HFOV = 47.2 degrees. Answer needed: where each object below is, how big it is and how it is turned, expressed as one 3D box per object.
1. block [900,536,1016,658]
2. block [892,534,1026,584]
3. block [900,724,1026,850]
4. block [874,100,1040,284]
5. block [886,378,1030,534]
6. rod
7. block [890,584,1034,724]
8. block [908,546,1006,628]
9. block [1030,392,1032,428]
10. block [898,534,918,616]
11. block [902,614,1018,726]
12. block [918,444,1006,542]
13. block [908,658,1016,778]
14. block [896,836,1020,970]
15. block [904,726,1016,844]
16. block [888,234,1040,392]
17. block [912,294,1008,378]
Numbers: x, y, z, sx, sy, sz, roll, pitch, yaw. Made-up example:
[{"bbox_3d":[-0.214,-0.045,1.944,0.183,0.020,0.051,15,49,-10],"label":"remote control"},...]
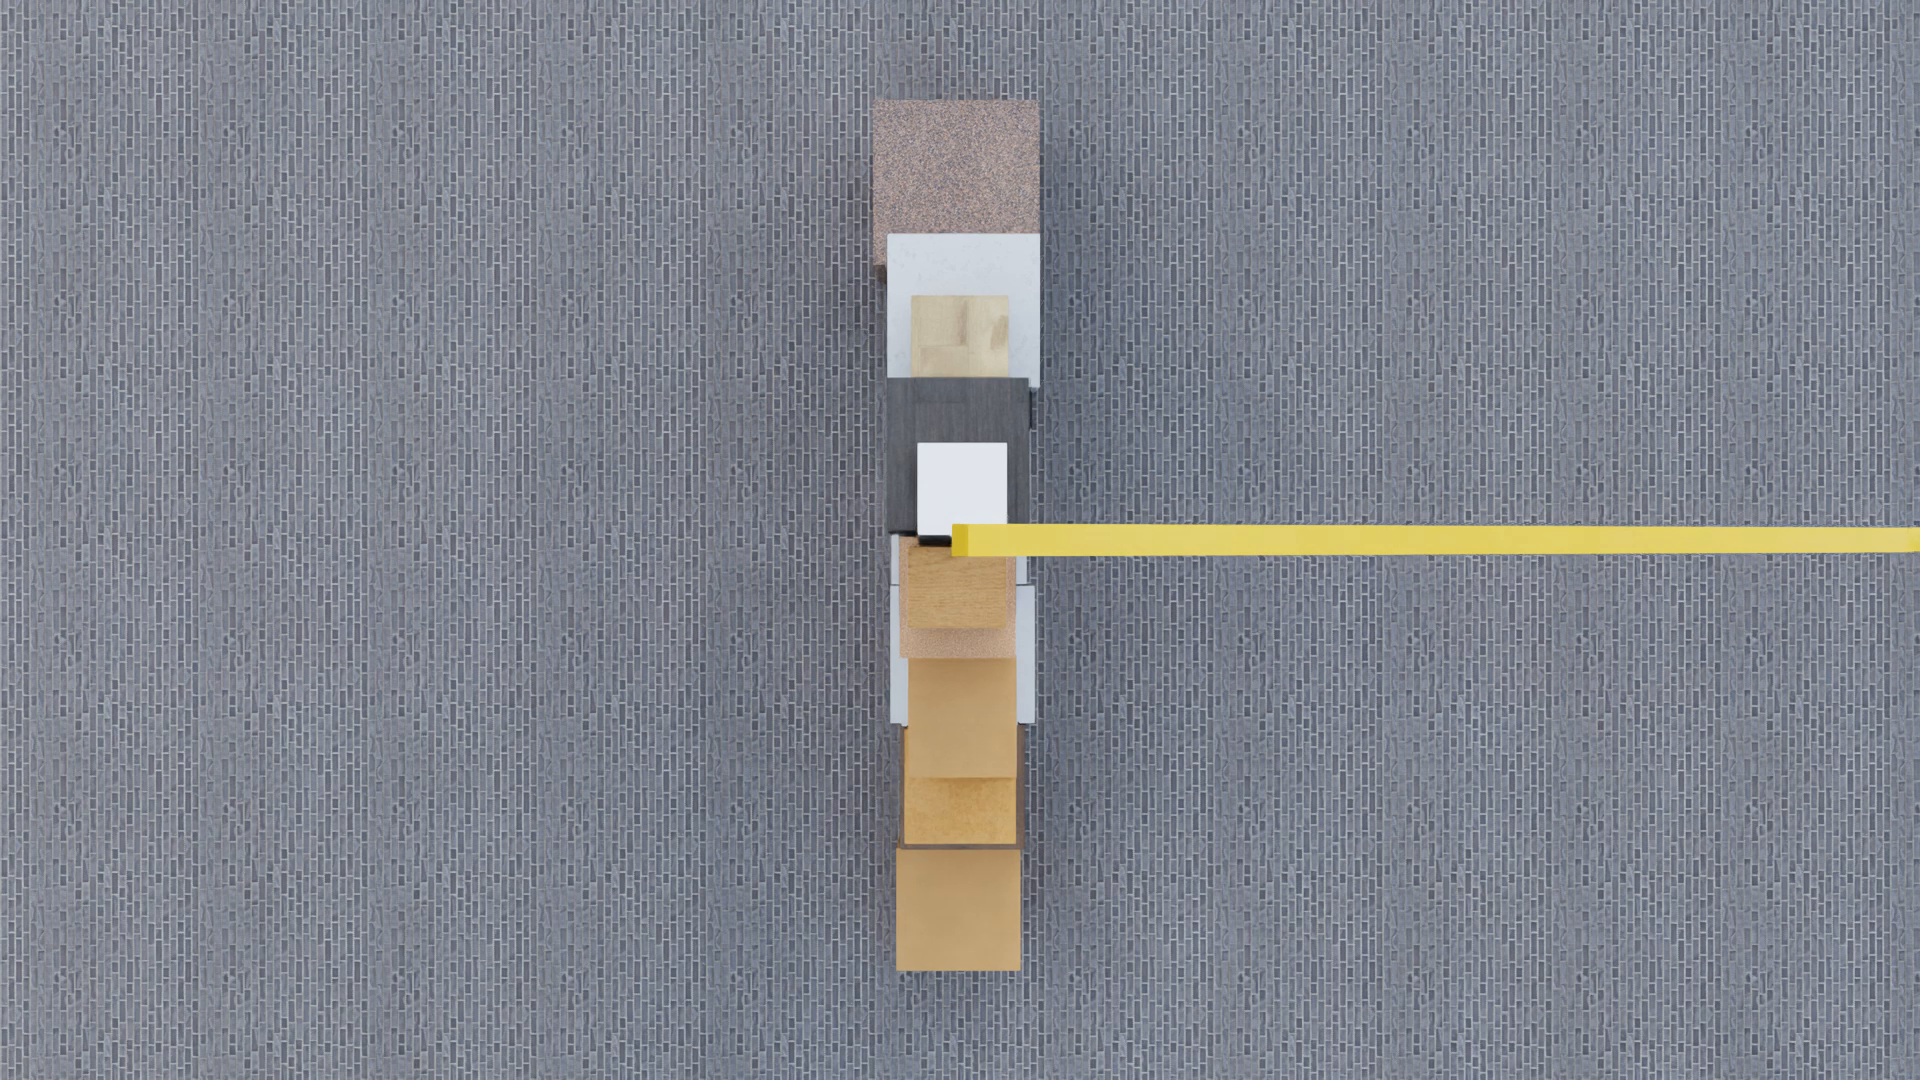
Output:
[{"bbox_3d":[-0.013,0.282,11.142,0.571,0.651,0.598,0,90,0],"label":"block"},{"bbox_3d":[-0.005,-0.188,12.607,0.750,0.786,0.865,0,90,0],"label":"block"},{"bbox_3d":[0.015,1.378,12.630,0.697,0.741,0.695,0,90,0],"label":"block"},{"bbox_3d":[-0.020,-1.972,12.562,0.918,0.876,0.906,0,90,0],"label":"block"},{"bbox_3d":[-0.010,-0.414,11.160,0.703,0.626,0.756,0,88,0],"label":"block"},{"bbox_3d":[2.234,0.000,6.748,5.200,0.080,0.080,0,90,-31],"label":"rod"},{"bbox_3d":[0.014,0.638,12.629,0.804,0.742,0.766,0,90,0],"label":"block"},{"bbox_3d":[-0.013,0.224,10.610,0.463,0.413,0.382,0,90,0],"label":"block"},{"bbox_3d":[0.004,-1.070,12.596,0.792,0.809,0.878,0,90,0],"label":"block"},{"bbox_3d":[-0.012,0.088,11.840,0.612,0.747,0.612,0,90,0],"label":"block"},{"bbox_3d":[-0.002,0.696,11.966,0.617,0.585,0.586,0,90,0],"label":"block"},{"bbox_3d":[0.010,-0.223,10.604,0.420,0.454,0.435,0,86,0],"label":"block"},{"bbox_3d":[0.013,0.895,11.356,0.548,0.514,0.619,0,89,0],"label":"block"},{"bbox_3d":[-0.009,2.080,12.689,0.699,0.622,0.689,0,90,0],"label":"block"},{"bbox_3d":[0.001,1.301,11.935,0.588,0.647,0.604,0,90,0],"label":"block"},{"bbox_3d":[0.019,-1.195,11.725,0.784,0.820,0.786,0,92,0],"label":"block"},{"bbox_3d":[-0.001,-1.004,11.102,0.483,0.418,0.414,0,89,0],"label":"block"}]
